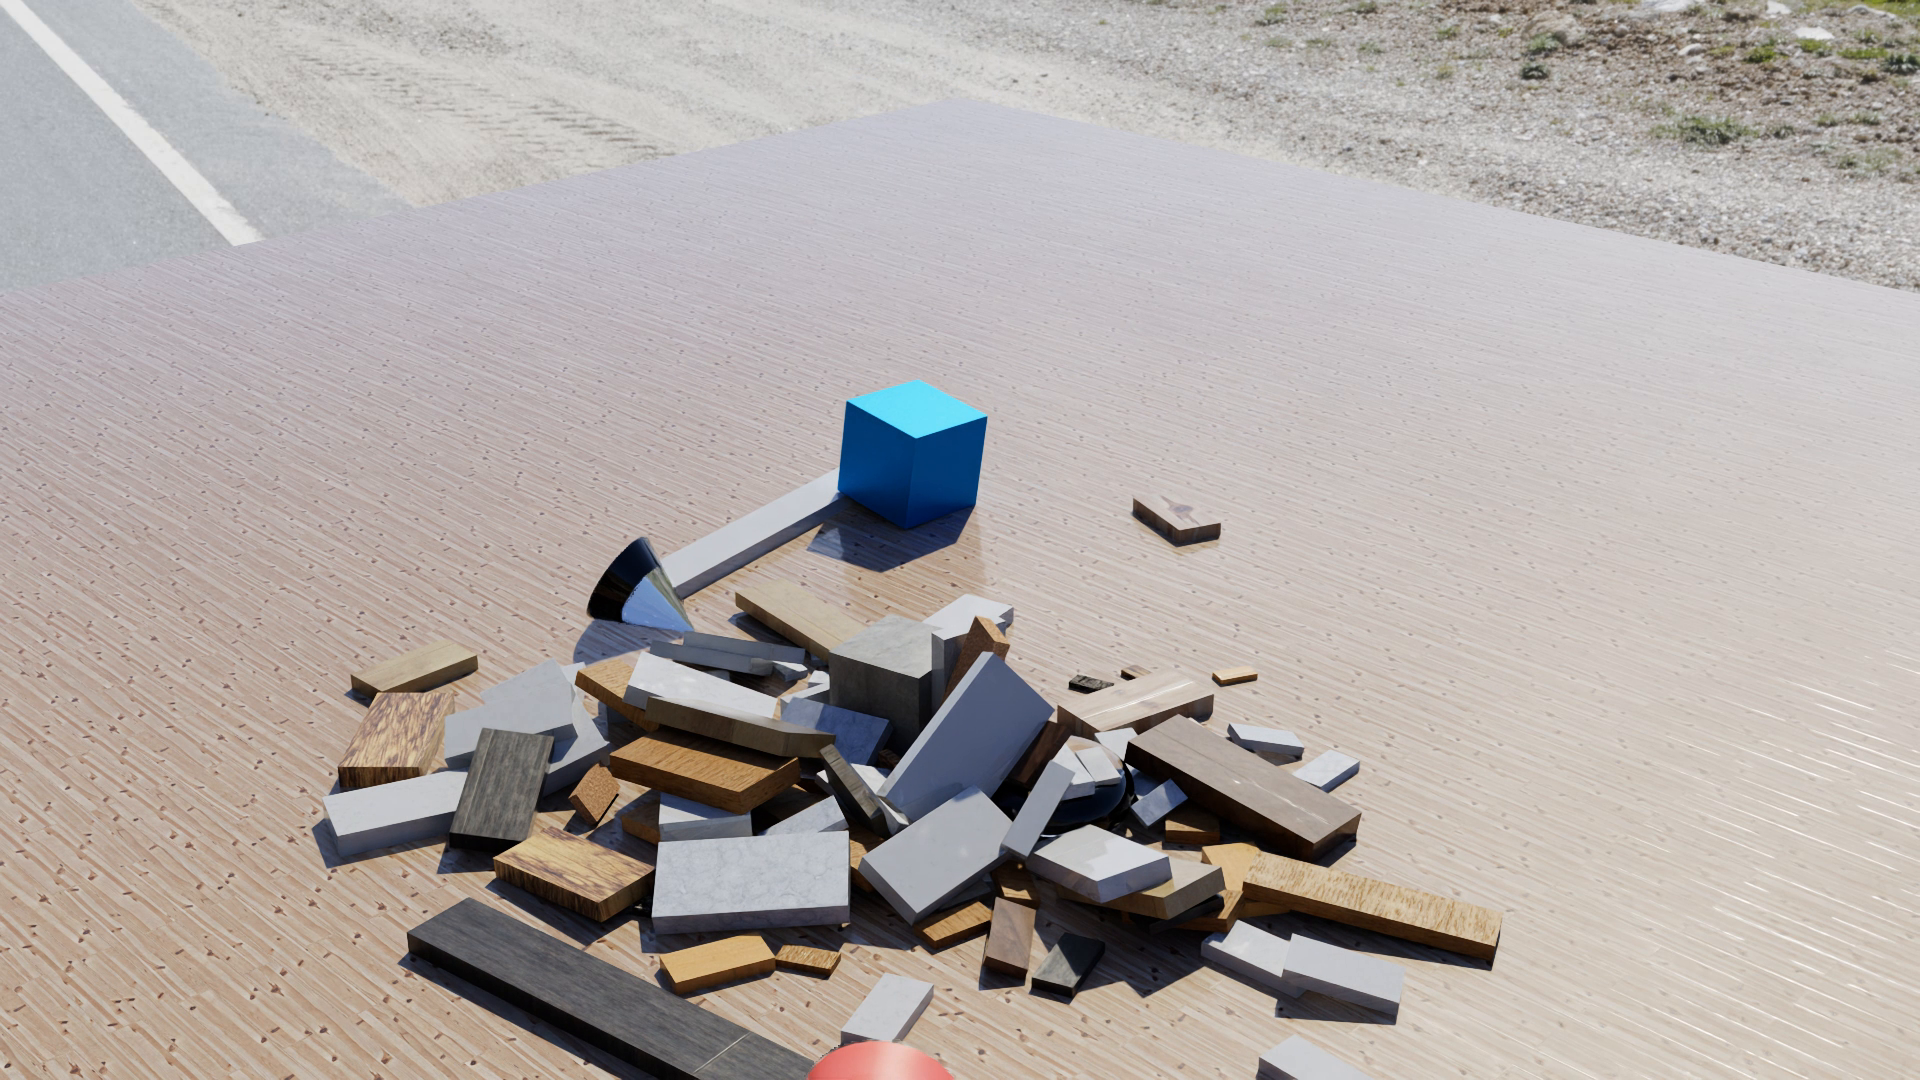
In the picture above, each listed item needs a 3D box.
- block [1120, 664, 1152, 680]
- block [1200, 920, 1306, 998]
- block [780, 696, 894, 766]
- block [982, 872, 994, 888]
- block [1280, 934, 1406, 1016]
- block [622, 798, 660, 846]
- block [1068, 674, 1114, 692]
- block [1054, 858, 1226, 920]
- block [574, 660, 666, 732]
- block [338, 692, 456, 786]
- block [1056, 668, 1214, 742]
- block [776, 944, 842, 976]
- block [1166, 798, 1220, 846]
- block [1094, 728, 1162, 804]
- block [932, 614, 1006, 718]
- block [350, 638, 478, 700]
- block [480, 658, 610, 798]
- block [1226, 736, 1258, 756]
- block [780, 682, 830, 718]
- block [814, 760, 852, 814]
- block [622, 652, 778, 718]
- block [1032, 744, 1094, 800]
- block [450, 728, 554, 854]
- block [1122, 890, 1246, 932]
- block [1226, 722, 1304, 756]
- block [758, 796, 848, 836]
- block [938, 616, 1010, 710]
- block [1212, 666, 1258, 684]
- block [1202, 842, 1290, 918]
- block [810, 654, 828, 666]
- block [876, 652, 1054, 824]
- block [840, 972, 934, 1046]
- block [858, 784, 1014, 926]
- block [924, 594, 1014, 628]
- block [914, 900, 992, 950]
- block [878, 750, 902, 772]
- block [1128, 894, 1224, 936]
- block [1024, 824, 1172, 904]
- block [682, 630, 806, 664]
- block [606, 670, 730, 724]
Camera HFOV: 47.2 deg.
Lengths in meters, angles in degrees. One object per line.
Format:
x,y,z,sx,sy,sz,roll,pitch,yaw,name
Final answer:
0.415,0.311,5.012,0.046,0.013,0.092,-17,28,-34,block
0.548,0.750,3.955,0.205,0.029,0.103,19,29,37,block
-0.271,0.408,4.602,0.236,0.033,0.118,12,56,26,block
0.005,0.649,4.211,0.113,0.016,0.056,-2,23,-6,block
0.675,0.764,3.870,0.205,0.029,0.103,15,30,11,block
-0.549,0.569,4.350,0.234,0.033,0.117,14,26,41,block
0.297,0.328,4.971,0.092,0.013,0.046,13,26,28,block
0.331,0.636,4.088,0.151,0.043,0.302,-20,13,-36,block
-0.702,0.341,4.774,0.251,0.036,0.126,28,24,29,block
-1.200,0.424,4.700,0.168,0.048,0.336,0,23,0,block
0.386,0.369,4.834,0.314,0.044,0.157,-15,27,-32,block
-0.274,0.755,3.961,0.108,0.015,0.054,7,24,16,block
0.467,0.546,4.436,0.106,0.030,0.211,2,23,4,block
0.364,0.472,4.548,0.084,0.024,0.303,-8,23,-12,block
0.018,0.323,4.597,0.157,0.314,0.044,-16,28,-33,block
-1.241,0.299,5.010,0.127,0.036,0.254,20,30,39,block
-0.875,0.394,4.642,0.175,0.050,0.351,-26,39,-14,block
0.513,0.461,4.636,0.211,0.030,0.106,-6,24,-14,block
-0.292,0.365,4.766,0.209,0.104,0.030,-17,28,-34,block
-0.206,0.515,4.459,0.084,0.024,0.168,-22,47,-41,block
-0.559,0.346,4.748,0.314,0.044,0.157,20,24,-5,block
0.181,0.453,4.375,0.105,0.030,0.210,-9,25,-16,block
-0.914,0.502,4.401,0.148,0.042,0.297,8,38,-3,block
0.414,0.681,4.077,0.205,0.029,0.103,1,21,26,block
0.651,0.425,4.684,0.149,0.021,0.075,9,19,-17,block
-0.304,0.563,4.260,0.166,0.023,0.083,-27,32,-6,block
0.001,0.349,4.478,0.036,0.373,0.127,14,17,-23,block
0.627,0.308,5.017,0.092,0.013,0.046,-9,24,-20,block
0.544,0.647,4.197,0.106,0.030,0.211,-5,23,-11,block
-0.321,0.260,5.128,0.058,0.016,0.116,-3,23,-8,block
0.013,0.416,4.322,0.359,0.180,0.051,-52,19,-17,block
-0.124,0.818,3.800,0.093,0.026,0.186,9,25,20,block
-0.031,0.592,4.158,0.302,0.043,0.151,-29,62,-38,block
-0.003,0.208,5.222,0.137,0.039,0.274,14,27,30,block
-0.007,0.710,4.061,0.141,0.020,0.071,-15,27,-32,block
-0.110,0.499,4.478,0.024,0.084,0.168,-15,27,-31,block
0.396,0.673,4.027,0.157,0.022,0.079,-16,20,-21,block
0.253,0.603,4.111,0.151,0.043,0.302,-15,10,-23,block
-0.495,0.246,5.031,0.254,0.036,0.127,7,-3,33,block
-0.648,0.347,4.892,0.277,0.039,0.139,-4,23,-10,block
